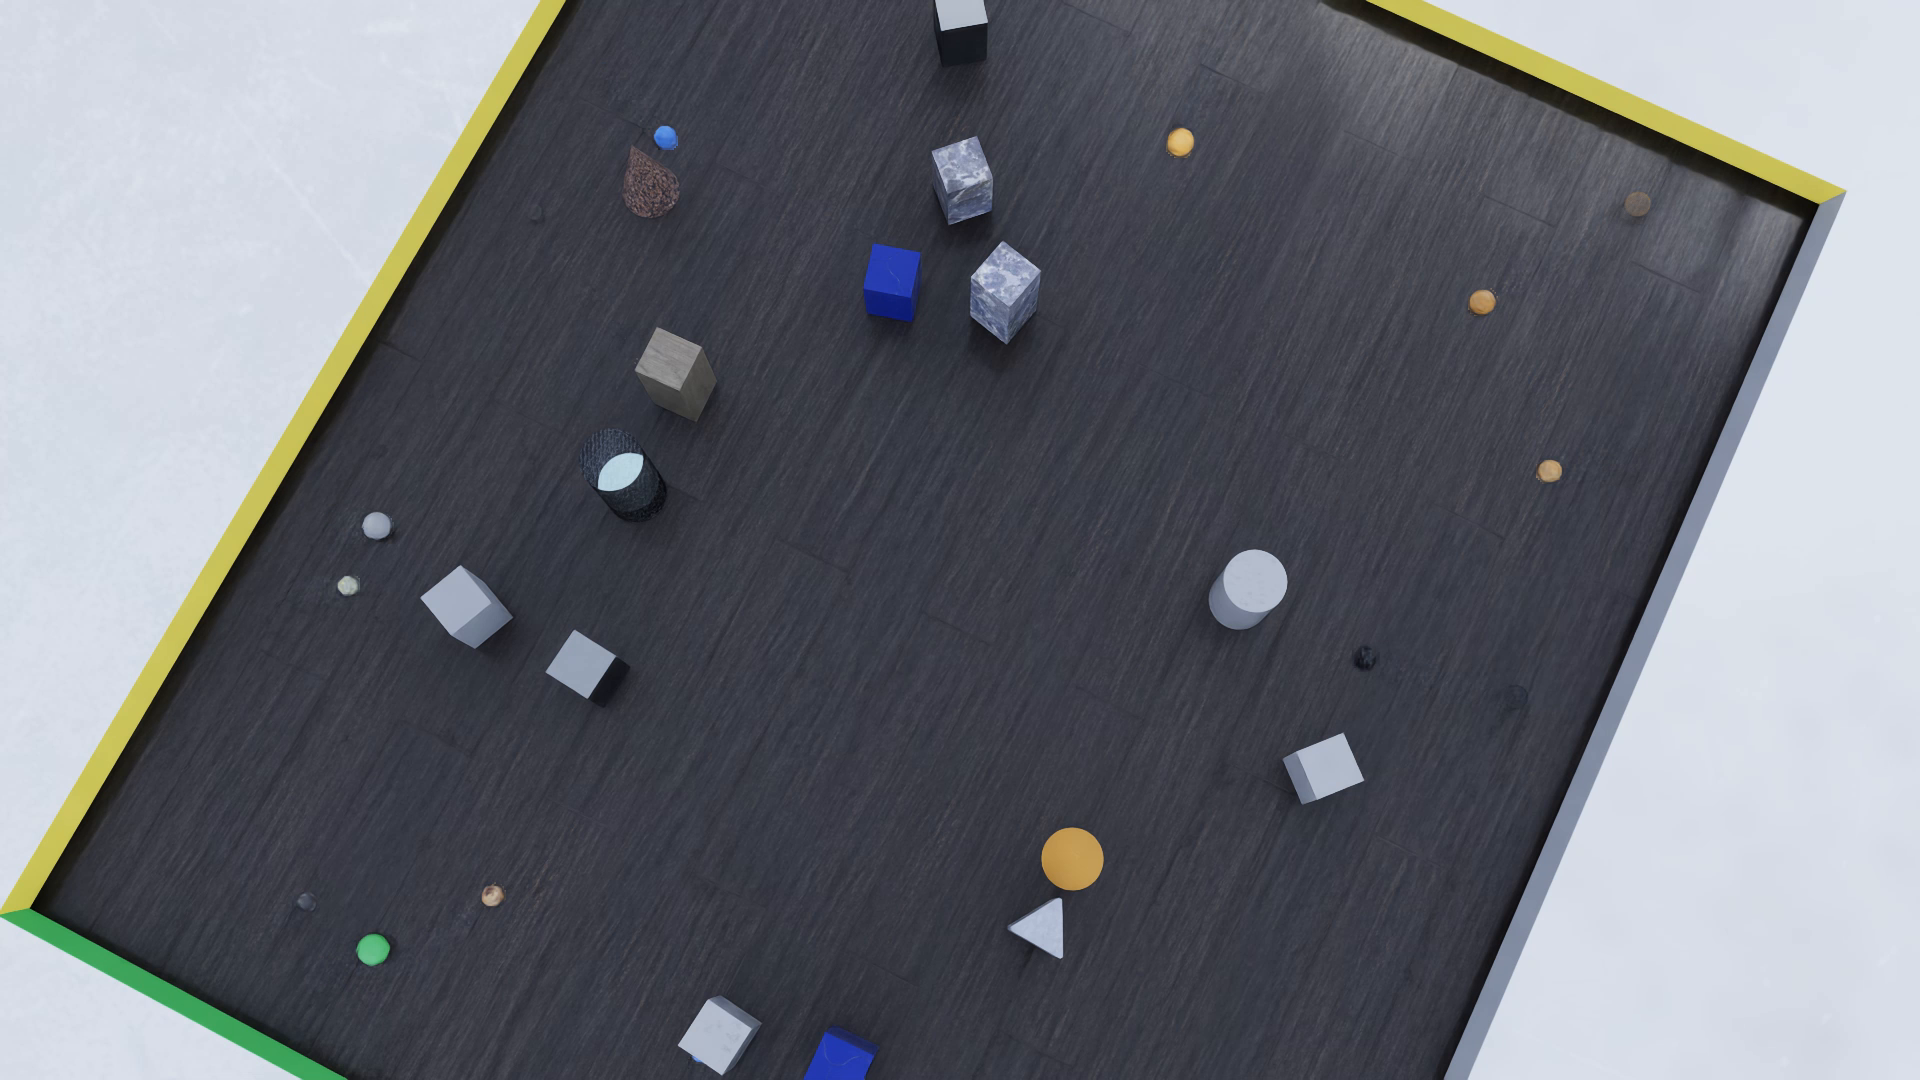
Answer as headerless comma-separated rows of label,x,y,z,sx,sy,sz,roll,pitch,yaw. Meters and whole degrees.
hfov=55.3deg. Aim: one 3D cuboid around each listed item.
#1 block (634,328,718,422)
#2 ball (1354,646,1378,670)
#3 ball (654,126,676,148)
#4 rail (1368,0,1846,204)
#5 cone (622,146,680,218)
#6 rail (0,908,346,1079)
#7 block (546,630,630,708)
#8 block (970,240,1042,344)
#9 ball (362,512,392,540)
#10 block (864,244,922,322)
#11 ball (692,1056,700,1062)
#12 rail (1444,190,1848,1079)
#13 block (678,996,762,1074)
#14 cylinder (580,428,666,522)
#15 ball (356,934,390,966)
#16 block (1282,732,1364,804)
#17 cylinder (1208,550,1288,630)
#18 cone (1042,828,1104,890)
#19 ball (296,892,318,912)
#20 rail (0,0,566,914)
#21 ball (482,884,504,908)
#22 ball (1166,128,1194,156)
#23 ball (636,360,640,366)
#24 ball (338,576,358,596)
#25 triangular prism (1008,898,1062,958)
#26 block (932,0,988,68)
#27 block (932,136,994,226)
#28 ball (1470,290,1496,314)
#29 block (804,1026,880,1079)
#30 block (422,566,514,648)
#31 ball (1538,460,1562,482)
block,-0.855,-0.496,5.540,0.147,0.349,0.147,24,79,5
ball,1.219,0.356,5.506,0.073,0.073,0.073,0,78,0
ball,-0.939,-1.286,5.846,0.071,0.071,0.071,0,78,0
rail,0.987,-1.927,5.953,3.966,0.119,0.045,26,80,5
cone,-0.986,-1.151,5.674,0.184,0.353,0.184,0,78,0
rail,-0.987,1.939,5.153,3.966,0.119,0.045,26,80,5
block,-1.096,0.383,5.413,0.147,0.243,0.147,31,80,6
block,0.136,-0.750,5.588,0.147,0.358,0.147,39,81,7
ball,-1.777,-0.043,5.583,0.083,0.083,0.083,0,78,0
block,-0.206,-0.792,5.662,0.147,0.232,0.147,11,79,2
ball,-0.749,1.485,5.281,0.043,0.043,0.043,0,78,0
rail,1.753,0.864,5.376,0.045,0.119,4.461,26,80,5
block,-0.676,1.398,5.187,0.147,0.275,0.147,32,80,6
cylinder,-0.995,-0.186,5.435,0.184,0.430,0.184,0,78,0
ball,-1.705,1.190,5.324,0.091,0.091,0.091,0,78,0
block,1.059,0.671,5.358,0.147,0.235,0.147,-21,79,-4
cylinder,0.848,0.150,5.421,0.184,0.322,0.184,0,78,0
cone,0.333,0.911,5.265,0.184,0.319,0.184,0,78,0
ball,-1.913,1.061,5.367,0.058,0.058,0.058,0,78,0
rail,-1.753,-0.852,5.730,0.045,0.119,4.461,26,80,5
ball,-1.369,1.043,5.368,0.064,0.064,0.064,0,78,0
ball,0.702,-1.267,5.834,0.087,0.087,0.087,0,78,0
ball,-0.983,-0.541,5.704,0.047,0.047,0.047,0,78,0
ball,-1.855,0.139,5.557,0.059,0.059,0.059,0,78,0
triangular prism,0.240,1.077,5.185,0.159,0.409,0.138,29,80,6
block,0.001,-1.638,5.826,0.147,0.253,0.147,-11,79,-2
block,0.007,-1.118,5.715,0.147,0.259,0.147,-19,79,-4
ball,1.633,-0.744,5.730,0.079,0.079,0.079,0,78,0
block,-0.330,1.467,5.130,0.147,0.358,0.147,24,79,5
block,-1.460,0.201,5.439,0.147,0.266,0.147,-40,81,-8
ball,1.811,-0.211,5.623,0.072,0.072,0.072,0,78,0
